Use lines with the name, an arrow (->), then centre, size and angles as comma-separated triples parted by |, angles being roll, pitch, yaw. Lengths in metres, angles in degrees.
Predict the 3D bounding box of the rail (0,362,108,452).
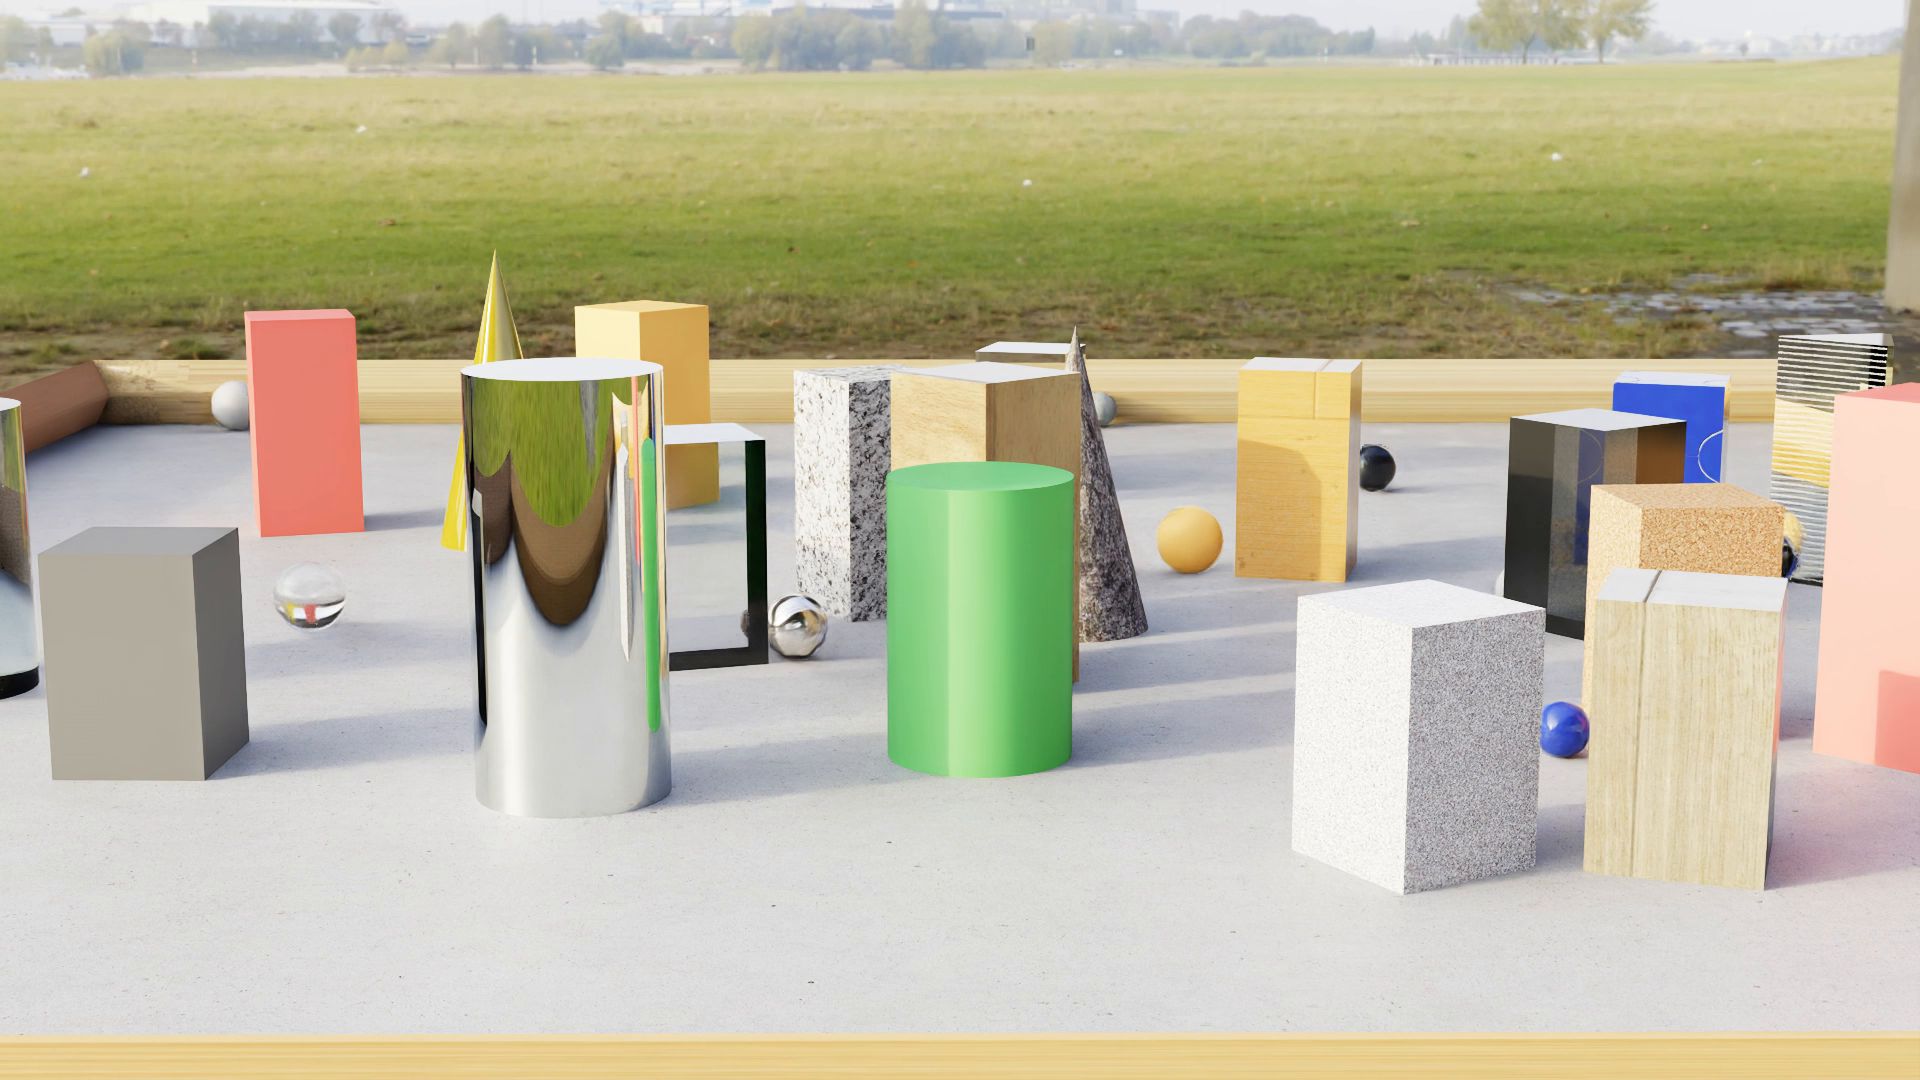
rail -> -1.746, 0.035, 3.439 | 0.045, 0.128, 3.733 | 0, 10, 0

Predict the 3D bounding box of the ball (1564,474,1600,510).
ball -> 1.030, -0.079, 4.246 | 0.062, 0.062, 0.062 | 0, 10, 0

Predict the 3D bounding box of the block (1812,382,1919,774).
block -> 1.028, 0.039, 2.716 | 0.158, 0.386, 0.158 | -9, 14, -41

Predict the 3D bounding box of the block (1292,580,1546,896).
block -> 0.421, 0.177, 2.365 | 0.158, 0.243, 0.158 | -6, 12, -31

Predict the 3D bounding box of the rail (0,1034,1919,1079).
rail -> 0.011, 0.369, 1.637 | 3.540, 0.128, 0.045 | 0, 10, 0

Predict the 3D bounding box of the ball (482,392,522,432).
ball -> -0.922, -0.258, 5.163 | 0.079, 0.079, 0.079 | 0, 10, 0

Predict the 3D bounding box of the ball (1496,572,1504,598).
ball -> 0.752, 0.067, 3.454 | 0.062, 0.062, 0.062 | 0, 10, 0

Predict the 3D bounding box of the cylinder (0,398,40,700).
cylinder -> -1.195, 0.010, 3.009 | 0.198, 0.335, 0.198 | 0, 10, 0

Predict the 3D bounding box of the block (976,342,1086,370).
block -> 0.124, -0.214, 4.473 | 0.158, 0.243, 0.158 | 3, 11, 15

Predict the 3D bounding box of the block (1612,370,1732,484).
block -> 1.063, -0.110, 3.850 | 0.158, 0.266, 0.158 | 4, 11, 19

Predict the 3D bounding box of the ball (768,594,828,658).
ball -> -0.204, 0.107, 3.185 | 0.081, 0.081, 0.081 | 0, 10, 0

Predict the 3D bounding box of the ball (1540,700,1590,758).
ball -> 0.641, 0.201, 2.733 | 0.060, 0.060, 0.060 | 0, 10, 0

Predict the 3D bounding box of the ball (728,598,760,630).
ball -> -0.282, 0.096, 3.351 | 0.042, 0.042, 0.042 | 0, 10, 0

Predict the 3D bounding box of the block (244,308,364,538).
block -> -1.042, -0.189, 4.075 | 0.158, 0.338, 0.158 | -3, 11, -18

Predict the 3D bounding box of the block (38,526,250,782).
block -> -0.856, 0.117, 2.701 | 0.158, 0.237, 0.158 | 0, 10, 1

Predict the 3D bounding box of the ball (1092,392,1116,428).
ball -> 0.280, -0.265, 5.220 | 0.072, 0.072, 0.072 | 0, 10, 0

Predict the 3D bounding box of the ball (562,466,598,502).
ball -> -0.642, -0.095, 4.331 | 0.060, 0.060, 0.060 | 0, 10, 0

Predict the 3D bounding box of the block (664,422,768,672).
block -> -0.336, 0.007, 3.183 | 0.158, 0.279, 0.158 | -4, 11, -19

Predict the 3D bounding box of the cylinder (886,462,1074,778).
cylinder -> 0.021, 0.080, 2.724 | 0.198, 0.301, 0.198 | 0, 10, 0

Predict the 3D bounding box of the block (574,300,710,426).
block -> -0.537, -0.235, 4.360 | 0.158, 0.325, 0.158 | 9, 14, 40

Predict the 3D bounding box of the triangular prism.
triangular prism -> 1.270, -0.114, 3.646 | 0.148, 0.348, 0.171 | -9, 14, -41

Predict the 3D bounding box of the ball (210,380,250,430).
ball -> -1.463, -0.272, 5.184 | 0.099, 0.099, 0.099 | 0, 10, 0

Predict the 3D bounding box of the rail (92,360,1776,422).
rail -> -0.011, -0.302, 5.261 | 3.540, 0.128, 0.045 | 0, 10, 0

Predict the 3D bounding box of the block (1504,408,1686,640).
block -> 0.828, -0.023, 3.355 | 0.158, 0.274, 0.158 | -7, 13, -35

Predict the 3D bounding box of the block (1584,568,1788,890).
block -> 0.671, 0.170, 2.369 | 0.158, 0.255, 0.158 | 4, 11, 20

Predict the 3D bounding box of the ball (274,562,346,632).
ball -> -0.845, 0.074, 3.333 | 0.092, 0.092, 0.092 | 0, 10, 0

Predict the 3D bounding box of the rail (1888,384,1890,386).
rail -> 1.746, 0.031, 3.459 | 0.045, 0.128, 3.733 | 0, 10, 0

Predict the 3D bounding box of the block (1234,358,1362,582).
block -> 0.492, -0.105, 3.725 | 0.158, 0.301, 0.158 | 3, 11, 14

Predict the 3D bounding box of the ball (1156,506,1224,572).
ball -> 0.333, -0.001, 3.726 | 0.097, 0.097, 0.097 | 0, 10, 0

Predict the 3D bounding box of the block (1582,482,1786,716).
block -> 0.796, 0.080, 2.837 | 0.158, 0.261, 0.158 | -1, 11, -6

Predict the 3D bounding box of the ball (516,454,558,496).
ball -> -0.723, -0.112, 4.389 | 0.073, 0.073, 0.073 | 0, 10, 0

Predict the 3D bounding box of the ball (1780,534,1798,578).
ball -> 1.144, 0.024, 3.633 | 0.080, 0.080, 0.080 | 0, 10, 0

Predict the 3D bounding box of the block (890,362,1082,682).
block -> 0.031, -0.014, 3.039 | 0.158, 0.372, 0.158 | -10, 14, -43

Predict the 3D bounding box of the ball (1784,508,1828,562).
ball -> 1.262, -0.007, 3.804 | 0.080, 0.080, 0.080 | 0, 10, 0

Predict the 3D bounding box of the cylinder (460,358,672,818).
cylinder -> -0.392, 0.043, 2.569 | 0.198, 0.431, 0.198 | 0, 10, 0

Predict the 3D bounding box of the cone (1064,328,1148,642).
cone -> 0.149, -0.081, 3.337 | 0.198, 0.396, 0.198 | 0, 10, 0

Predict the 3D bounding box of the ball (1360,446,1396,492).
ball -> 0.714, -0.124, 4.437 | 0.079, 0.079, 0.079 | 0, 10, 0

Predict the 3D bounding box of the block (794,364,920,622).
block -> -0.117, -0.067, 3.472 | 0.158, 0.319, 0.158 | -6, 12, -30

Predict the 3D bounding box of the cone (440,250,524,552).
cone -> -0.706, -0.221, 3.937 | 0.198, 0.452, 0.198 | 0, 10, 0
